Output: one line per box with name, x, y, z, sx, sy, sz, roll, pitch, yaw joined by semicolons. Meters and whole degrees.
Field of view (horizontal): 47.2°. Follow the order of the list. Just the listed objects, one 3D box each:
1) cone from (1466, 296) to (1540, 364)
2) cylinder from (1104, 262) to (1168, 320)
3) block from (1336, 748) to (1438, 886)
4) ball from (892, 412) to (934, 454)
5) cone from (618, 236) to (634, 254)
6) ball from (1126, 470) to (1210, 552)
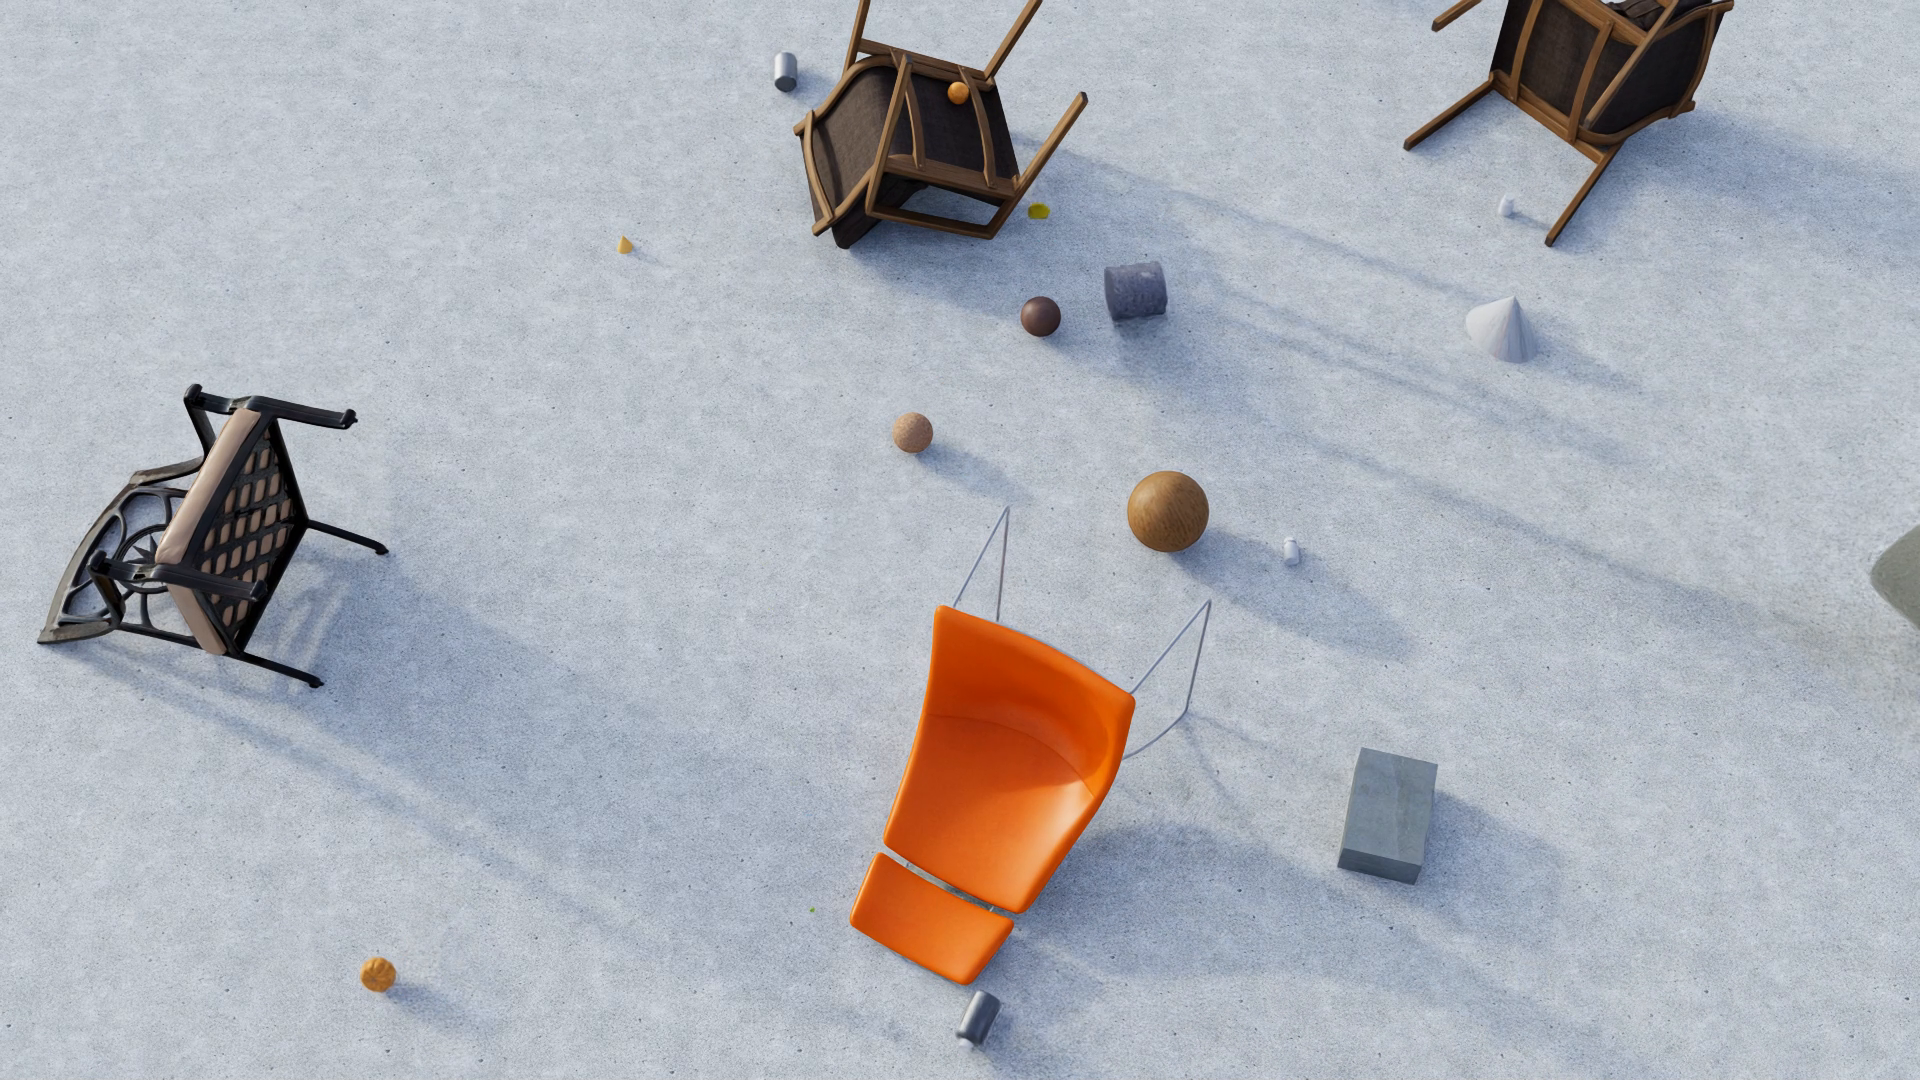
cone;1.731;-0.710;6.937;0.194;0.189;0.264;-33;62;-20
cylinder;0.560;-0.791;7.004;0.164;0.171;0.162;-8;100;-5
block;1.167;0.752;5.997;0.212;0.121;0.315;12;57;8
ball;-0.144;-0.328;6.718;0.126;0.126;0.126;0;56;0
cone;-1.099;-0.977;7.192;0.051;0.062;0.057;21;59;13
ball;0.613;-0.084;6.484;0.242;0.242;0.242;0;56;0
